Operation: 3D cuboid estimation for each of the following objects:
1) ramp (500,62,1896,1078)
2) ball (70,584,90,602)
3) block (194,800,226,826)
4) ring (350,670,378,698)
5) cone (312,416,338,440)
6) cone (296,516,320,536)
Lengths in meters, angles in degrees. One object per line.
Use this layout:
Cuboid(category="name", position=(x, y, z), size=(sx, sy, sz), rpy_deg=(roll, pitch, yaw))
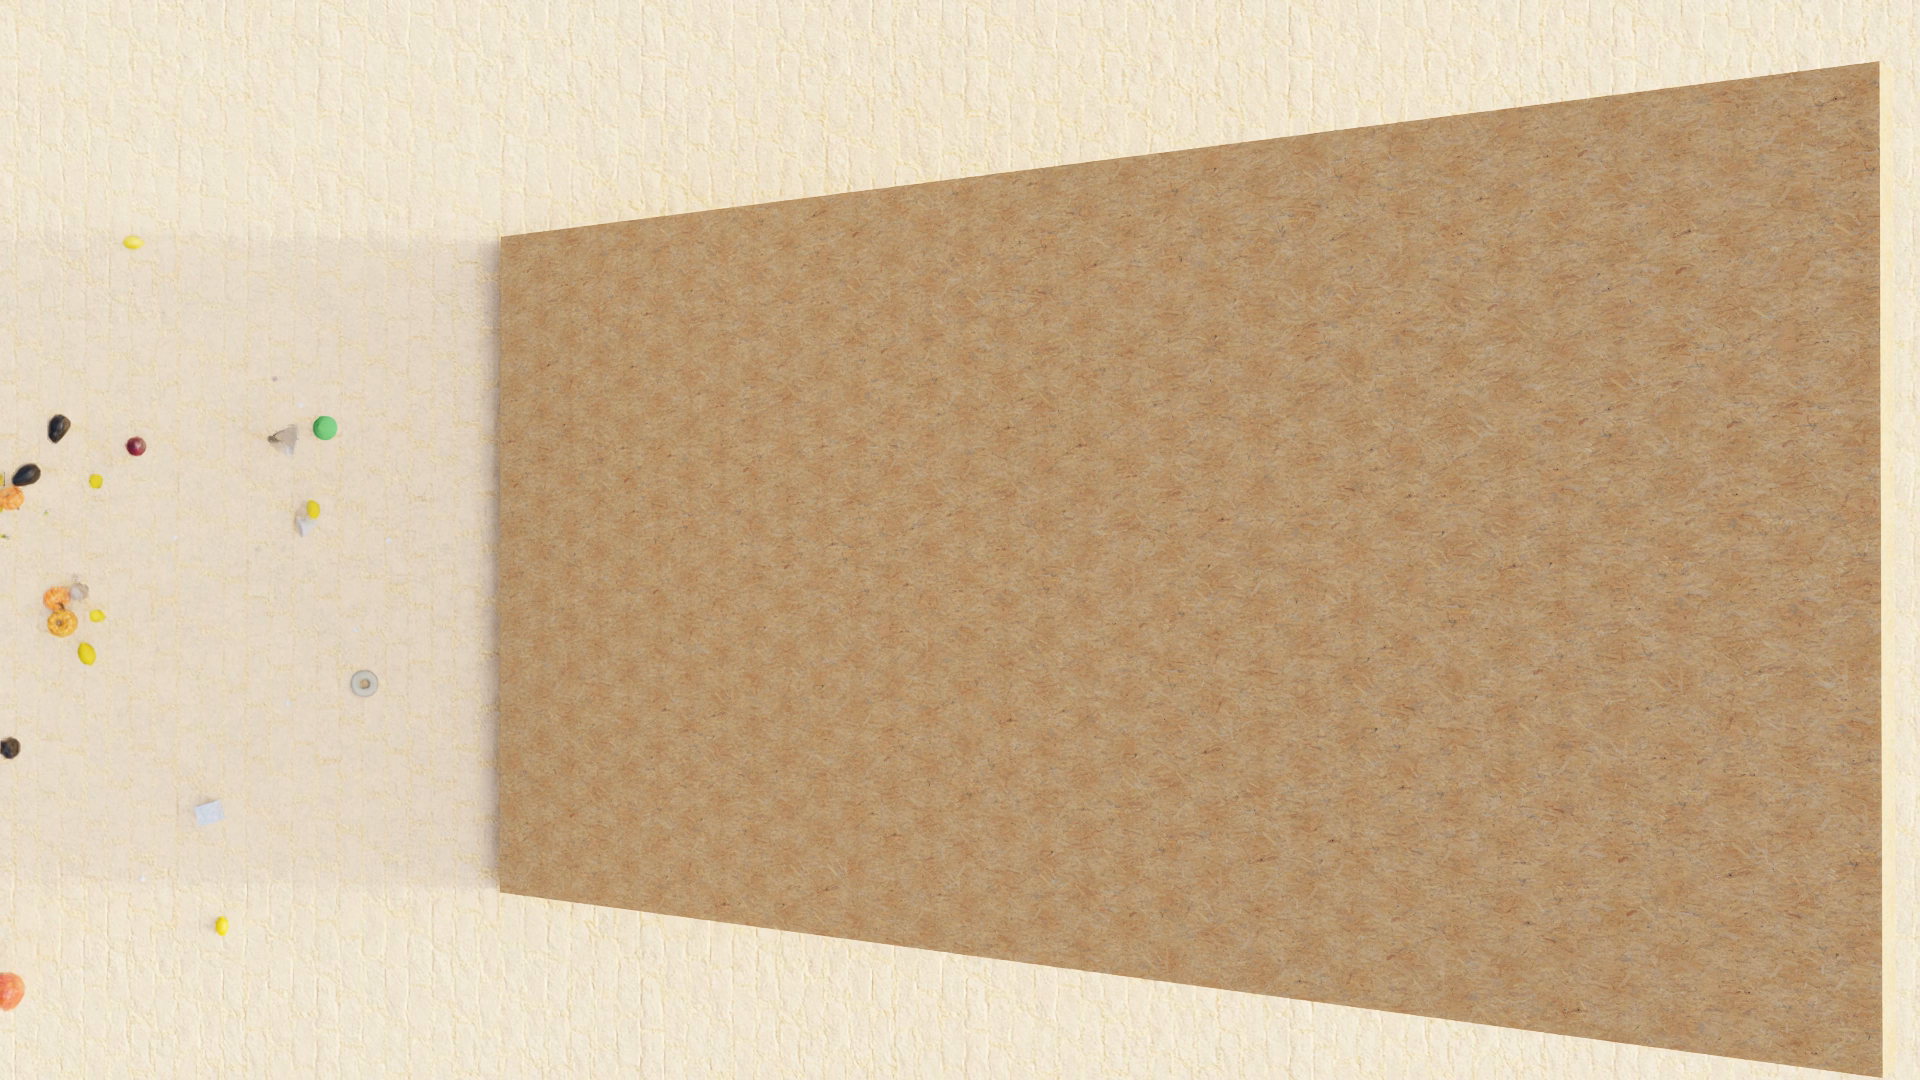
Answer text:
Cuboid(category="ramp", position=(0.234, 0.066, 5.554), size=(4.000, 0.100, 2.000), rpy_deg=(0, 89, 37))
Cuboid(category="ball", position=(-2.705, 0.161, 6.757), size=(0.056, 0.056, 0.056), rpy_deg=(0, 90, 0))
Cuboid(category="block", position=(-2.302, 0.838, 6.749), size=(0.061, 0.061, 0.061), rpy_deg=(-17, 90, 0))
Cuboid(category="ring", position=(-1.833, 0.442, 6.768), size=(0.086, 0.029, 0.086), rpy_deg=(0, 90, -1))
Cuboid(category="cone", position=(-1.959, -0.346, 6.750), size=(0.077, 0.077, 0.077), rpy_deg=(0, 90, 0))
Cuboid(category="cone", position=(-2.003, -0.050, 6.772), size=(0.063, 0.063, 0.063), rpy_deg=(-19, 90, -27))
